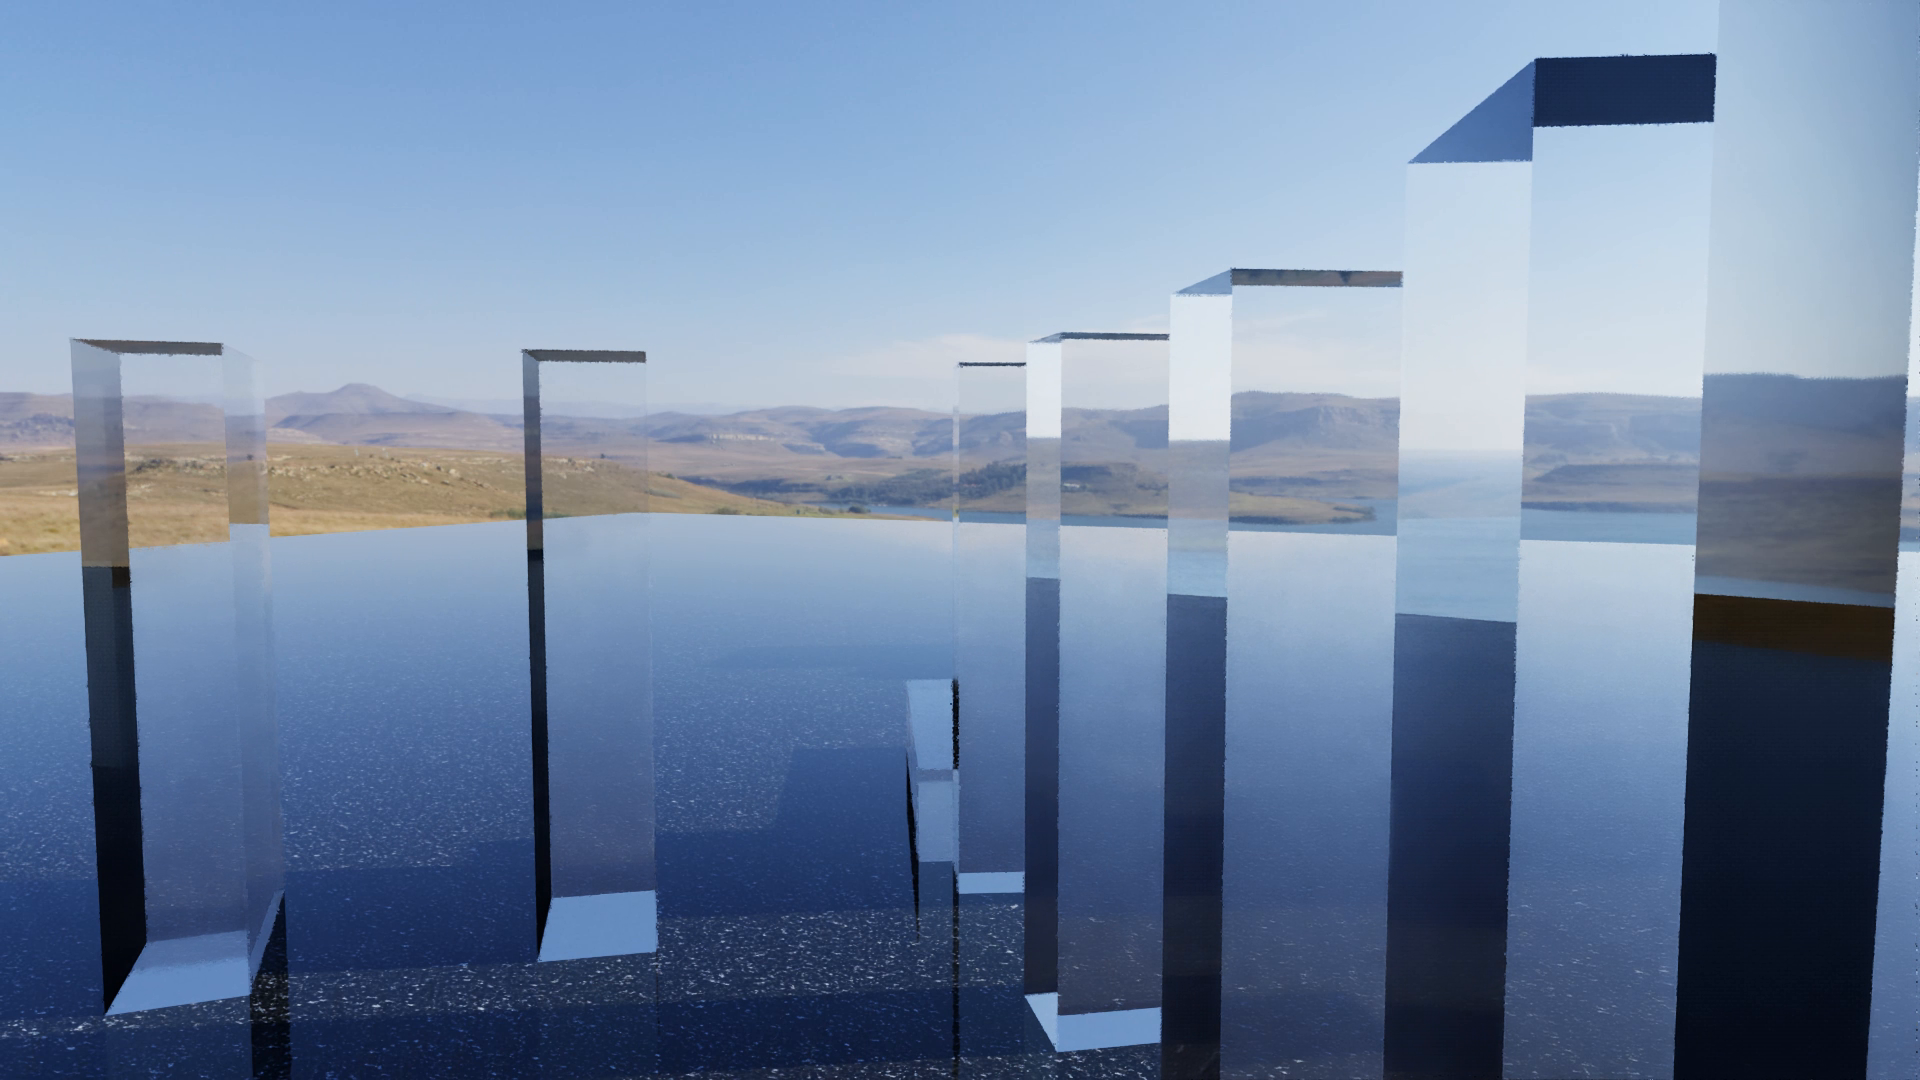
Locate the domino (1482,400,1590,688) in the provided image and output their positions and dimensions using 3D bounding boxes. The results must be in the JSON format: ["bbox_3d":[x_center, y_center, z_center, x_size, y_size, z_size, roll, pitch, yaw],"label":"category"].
[{"bbox_3d":[0.106,0.000,0.235,0.010,0.050,0.025,4,6,41],"label":"domino"}]

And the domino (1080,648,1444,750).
[{"bbox_3d":[0.044,0.023,0.194,0.050,0.010,0.025,0,4,6],"label":"domino"}]

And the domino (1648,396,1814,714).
[{"bbox_3d":[0.126,0.002,0.210,0.025,0.050,0.010,-2,5,-26],"label":"domino"}]

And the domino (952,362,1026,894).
[{"bbox_3d":[0.012,0.008,0.125,0.025,0.050,0.010,0,4,-4],"label":"domino"}]

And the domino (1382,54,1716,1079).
[{"bbox_3d":[0.024,0.015,0.031,0.025,0.050,0.010,0,4,5],"label":"domino"}]

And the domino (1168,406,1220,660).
[{"bbox_3d":[0.048,-0.002,0.264,0.010,0.050,0.025,1,4,11],"label":"domino"}]

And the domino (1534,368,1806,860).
[{"bbox_3d":[0.078,0.007,0.143,0.010,0.050,0.025,-1,5,-18],"label":"domino"}]

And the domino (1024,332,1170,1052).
[{"bbox_3d":[0.018,0.010,0.095,0.025,0.050,0.010,-1,4,-11],"label":"domino"}]

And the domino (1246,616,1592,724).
[{"bbox_3d":[0.078,0.021,0.221,0.050,0.009,0.025,4,6,42],"label":"domino"}]

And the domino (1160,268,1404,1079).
[{"bbox_3d":[0.024,0.013,0.063,0.025,0.050,0.010,-1,4,-7],"label":"domino"}]

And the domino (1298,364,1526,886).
[{"bbox_3d":[0.046,0.007,0.135,0.010,0.050,0.025,-1,4,-13],"label":"domino"}]

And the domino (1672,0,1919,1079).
[{"bbox_3d":[0.014,0.018,0.000,0.025,0.050,0.010,4,6,40],"label":"domino"}]

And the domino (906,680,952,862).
[{"bbox_3d":[0.007,0.026,0.156,0.025,0.010,0.050,0,4,-4],"label":"domino"}]

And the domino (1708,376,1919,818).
[{"bbox_3d":[0.108,0.006,0.156,0.010,0.050,0.025,-3,5,-30],"label":"domino"}]

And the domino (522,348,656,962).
[{"bbox_3d":[-0.033,0.009,0.117,0.010,0.050,0.025,-1,4,-13],"label":"domino"}]

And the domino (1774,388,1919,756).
[{"bbox_3d":[0.130,0.004,0.179,0.025,0.050,0.010,2,5,20],"label":"domino"}]

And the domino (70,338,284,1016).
[{"bbox_3d":[-0.064,0.010,0.107,0.009,0.050,0.025,-2,5,-22],"label":"domino"}]

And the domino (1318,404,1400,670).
[{"bbox_3d":[0.079,-0.001,0.254,0.009,0.050,0.025,2,5,28],"label":"domino"}]
